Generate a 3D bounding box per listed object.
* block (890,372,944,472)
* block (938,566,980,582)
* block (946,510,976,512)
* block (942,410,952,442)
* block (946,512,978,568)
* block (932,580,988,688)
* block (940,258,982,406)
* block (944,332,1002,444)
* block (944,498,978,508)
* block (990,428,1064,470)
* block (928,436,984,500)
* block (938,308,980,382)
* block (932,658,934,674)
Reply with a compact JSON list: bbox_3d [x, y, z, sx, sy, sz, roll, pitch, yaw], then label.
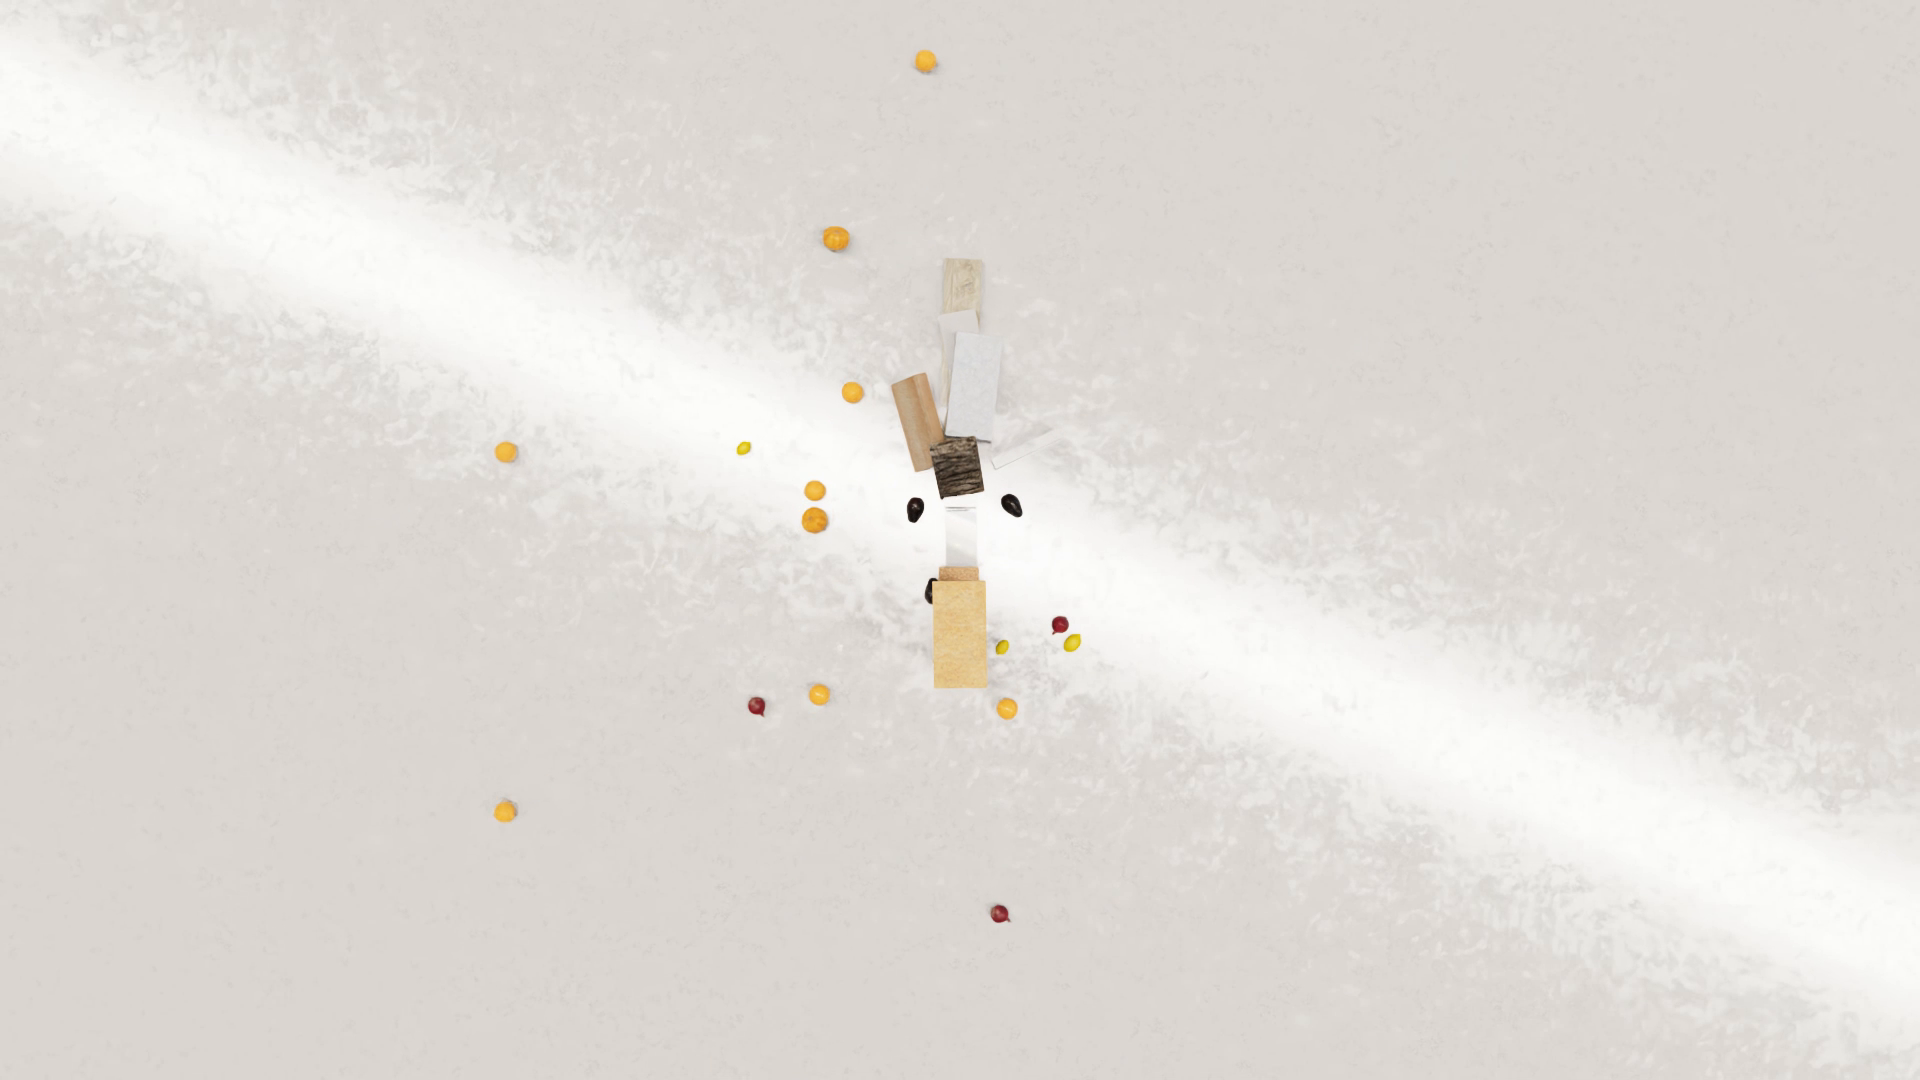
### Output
[{"bbox_3d":[-0.131,-0.385,5.426,0.043,0.151,0.302,-15,90,-36],"label":"block"},{"bbox_3d":[-0.003,0.214,5.226,0.128,0.036,0.256,0,90,0],"label":"block"},{"bbox_3d":[0.004,-0.077,5.398,0.101,0.202,0.029,0,96,0],"label":"block"},{"bbox_3d":[0.000,-0.374,5.430,0.108,0.030,0.215,13,99,-2],"label":"block"},{"bbox_3d":[0.005,0.009,5.283,0.101,0.029,0.202,0,91,0],"label":"block"},{"bbox_3d":[0.000,0.279,4.871,0.158,0.045,0.315,-1,90,0],"label":"block"},{"bbox_3d":[0.004,-0.687,5.483,0.122,0.035,0.489,2,90,0],"label":"block"},{"bbox_3d":[0.045,-0.498,5.381,0.151,0.043,0.349,7,81,-3],"label":"block"},{"bbox_3d":[0.005,-0.120,5.392,0.108,0.215,0.030,-1,89,0],"label":"block"},{"bbox_3d":[0.220,-0.300,5.439,0.244,0.122,0.035,-25,90,0],"label":"block"},{"bbox_3d":[-0.008,-0.232,5.355,0.151,0.302,0.043,-11,63,0],"label":"block"},{"bbox_3d":[0.012,-0.631,5.448,0.122,0.035,0.244,-11,90,0],"label":"block"},{"bbox_3d":[-0.002,0.379,5.196,0.157,0.607,0.045,0,89,0],"label":"block"}]
